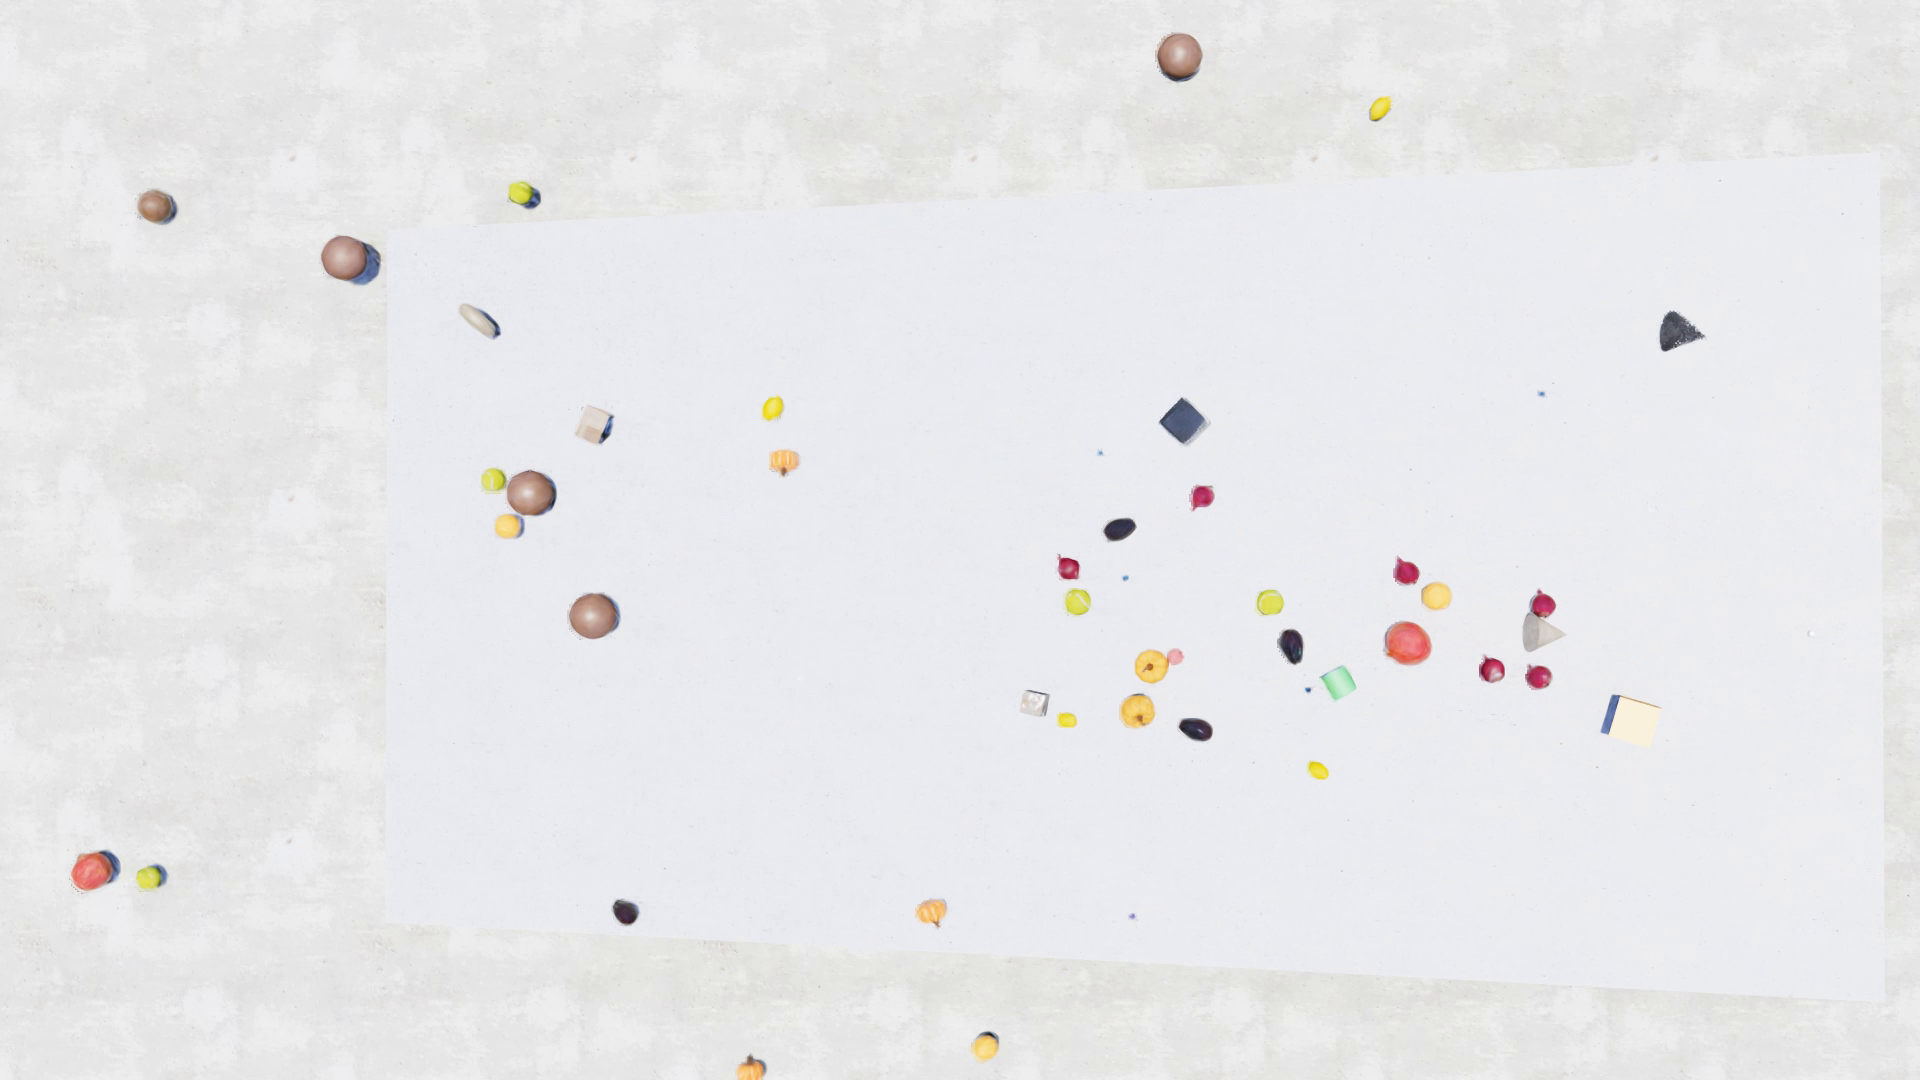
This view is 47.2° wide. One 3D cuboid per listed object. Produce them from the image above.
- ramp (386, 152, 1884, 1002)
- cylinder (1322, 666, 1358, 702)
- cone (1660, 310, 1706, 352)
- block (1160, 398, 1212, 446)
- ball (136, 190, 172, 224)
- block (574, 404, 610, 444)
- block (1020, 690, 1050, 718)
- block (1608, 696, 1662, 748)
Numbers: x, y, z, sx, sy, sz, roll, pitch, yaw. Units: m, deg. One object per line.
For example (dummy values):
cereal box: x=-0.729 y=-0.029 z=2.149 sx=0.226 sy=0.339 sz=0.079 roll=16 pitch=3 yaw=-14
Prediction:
ramp: x=0.273 y=0.094 z=5.808 sx=4.000 sy=0.100 sz=2.000 roll=0 pitch=89 yaw=17
cylinder: x=0.951 y=0.360 z=5.510 sx=0.066 sy=0.066 sz=0.066 roll=-28 pitch=81 yaw=0
cone: x=1.751 y=-0.495 z=5.289 sx=0.098 sy=0.098 sz=0.098 roll=7 pitch=89 yaw=-10
block: x=0.577 y=-0.302 z=5.623 sx=0.087 sy=0.087 sz=0.087 roll=44 pitch=101 yaw=13
ball: x=-2.346 y=-0.972 z=6.406 sx=0.097 sy=0.097 sz=0.097 roll=0 pitch=89 yaw=0
block: x=-1.019 y=-0.320 z=6.091 sx=0.067 sy=0.067 sz=0.067 roll=23 pitch=53 yaw=-12
block: x=0.195 y=0.427 z=5.744 sx=0.058 sy=0.058 sz=0.058 roll=12 pitch=93 yaw=17
block: x=1.623 y=0.436 z=5.287 sx=0.097 sy=0.097 sz=0.097 roll=17 pitch=94 yaw=17
